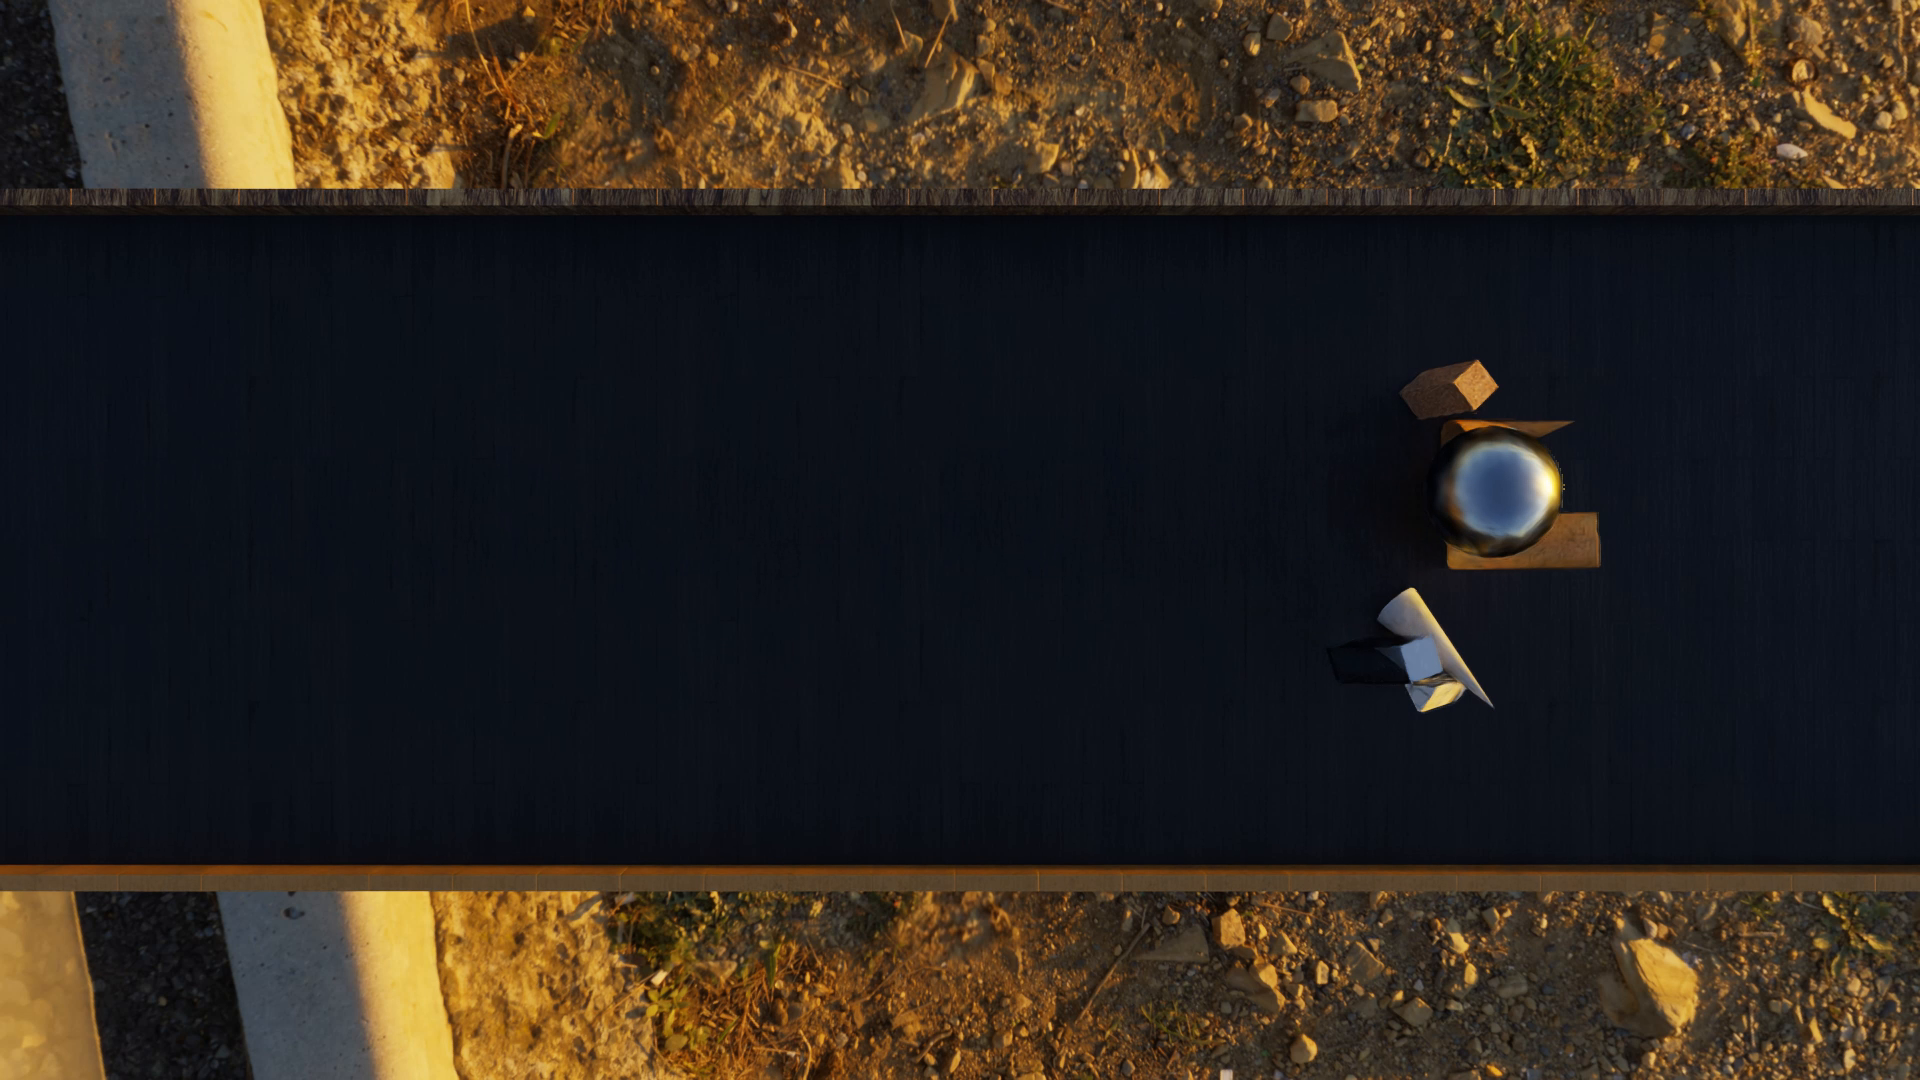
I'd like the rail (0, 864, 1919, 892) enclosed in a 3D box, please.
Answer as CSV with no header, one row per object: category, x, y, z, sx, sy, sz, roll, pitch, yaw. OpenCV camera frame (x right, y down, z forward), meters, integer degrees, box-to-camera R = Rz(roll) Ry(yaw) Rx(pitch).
rail,-2.247,1.025,5.001,12.000,0.150,0.050,0,90,0

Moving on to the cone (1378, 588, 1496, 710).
cone,1.446,0.347,4.915,0.149,0.149,0.428,-39,64,0

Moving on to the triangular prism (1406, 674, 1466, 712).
triangular prism,1.413,0.435,4.893,0.076,0.393,0.088,38,110,26

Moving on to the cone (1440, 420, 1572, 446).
cone,1.696,-0.324,5.029,0.422,0.162,0.162,-12,90,-13

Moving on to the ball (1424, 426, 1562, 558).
ball,1.503,-0.135,4.662,0.374,0.374,0.374,0,90,0

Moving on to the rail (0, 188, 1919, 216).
rail,-2.247,-1.025,5.002,12.000,0.150,0.050,0,90,0

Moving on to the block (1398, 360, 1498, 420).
block,1.451,-0.445,4.910,0.105,0.306,0.105,-42,99,-12

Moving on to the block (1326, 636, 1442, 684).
block,1.245,0.353,4.859,0.109,0.421,0.109,-16,90,-17

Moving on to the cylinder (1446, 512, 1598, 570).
cylinder,1.658,0.004,4.866,0.414,0.163,0.163,-1,90,23
